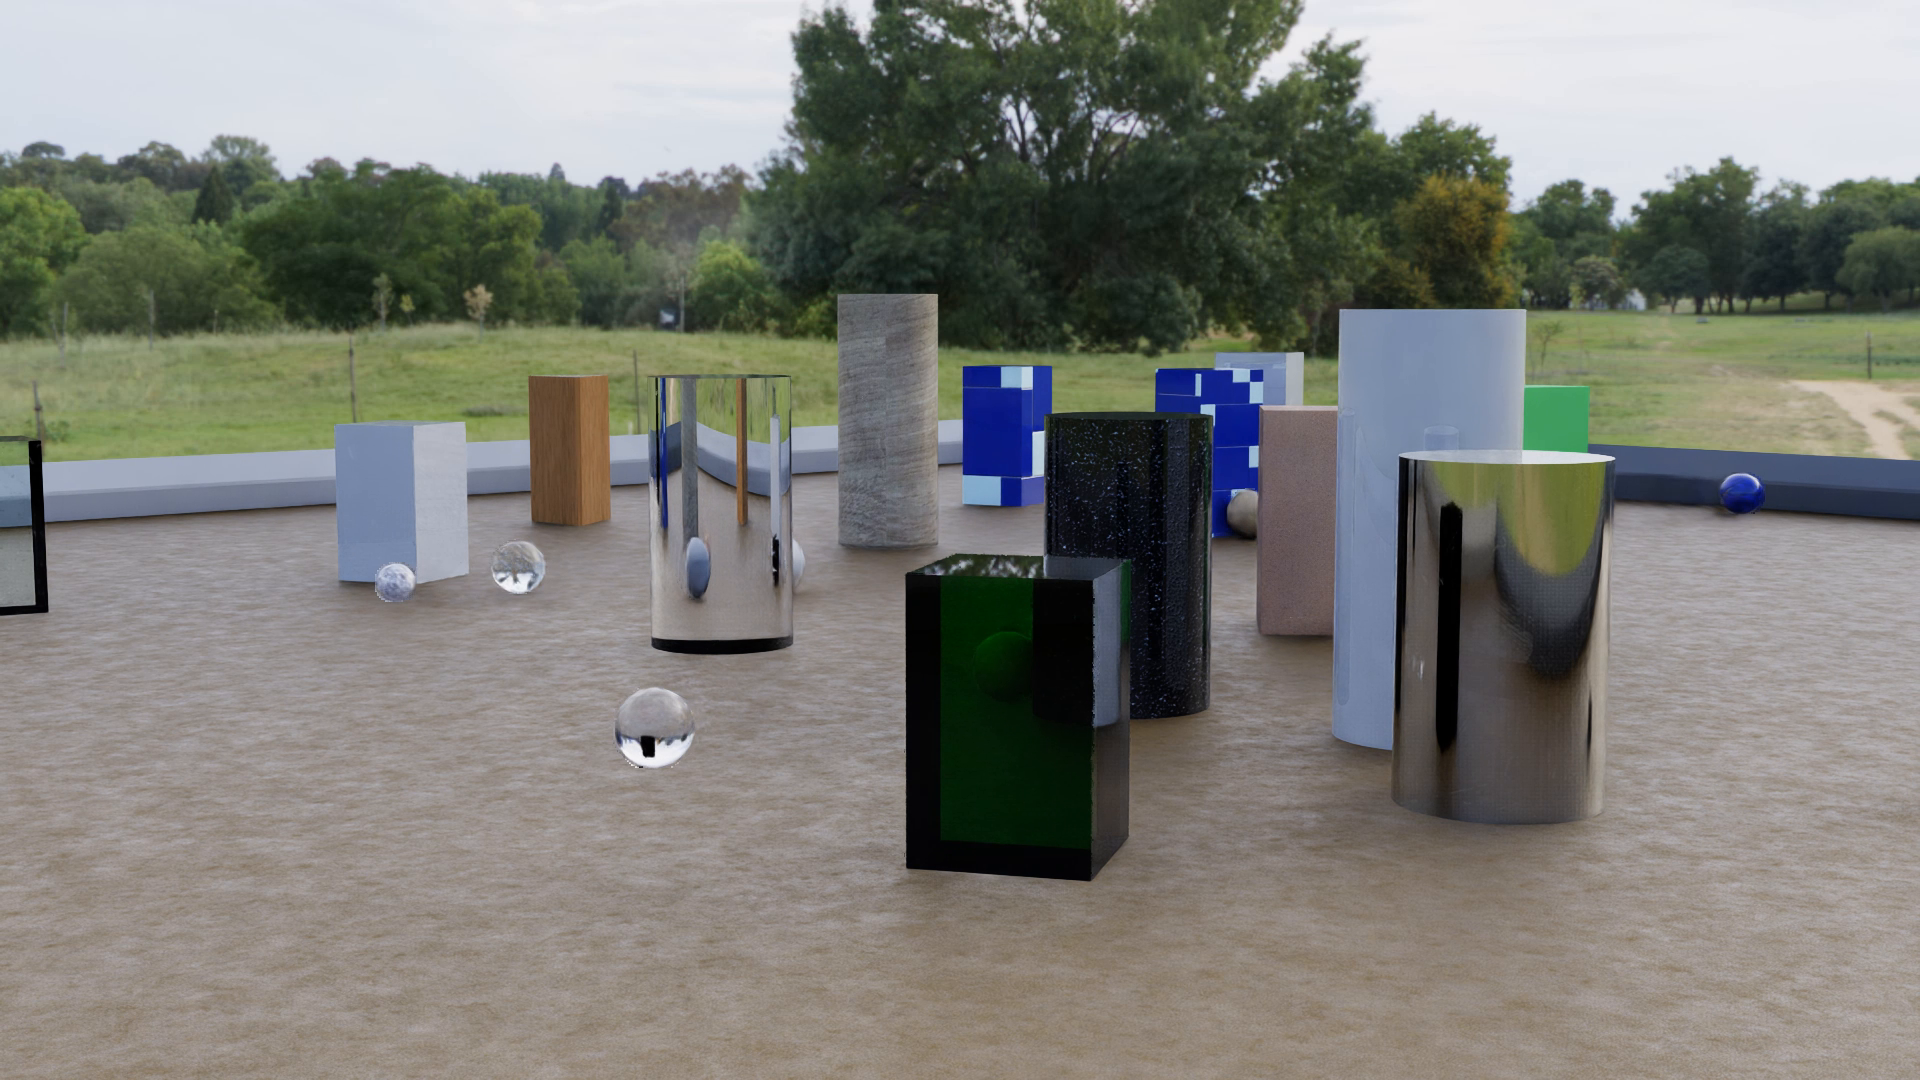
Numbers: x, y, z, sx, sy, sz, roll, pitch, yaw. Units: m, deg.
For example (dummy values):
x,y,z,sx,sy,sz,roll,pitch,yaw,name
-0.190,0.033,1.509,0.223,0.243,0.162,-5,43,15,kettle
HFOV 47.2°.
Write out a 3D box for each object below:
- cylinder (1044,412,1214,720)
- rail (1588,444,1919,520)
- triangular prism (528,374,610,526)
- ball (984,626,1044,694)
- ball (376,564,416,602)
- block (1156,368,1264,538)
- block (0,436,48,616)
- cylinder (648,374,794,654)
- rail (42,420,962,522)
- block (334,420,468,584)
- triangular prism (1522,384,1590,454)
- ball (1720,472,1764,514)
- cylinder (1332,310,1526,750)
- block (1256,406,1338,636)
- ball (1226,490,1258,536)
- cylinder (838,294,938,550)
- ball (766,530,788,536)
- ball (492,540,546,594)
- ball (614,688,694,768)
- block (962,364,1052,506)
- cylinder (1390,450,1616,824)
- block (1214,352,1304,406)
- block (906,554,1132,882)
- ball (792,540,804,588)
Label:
x,y,z,sx,sy,sz,roll,pitch,yaw,name
0.187,0.023,2.462,0.188,0.325,0.188,0,6,0,cylinder
1.722,-0.135,4.912,0.045,0.122,4.411,-6,8,-42,rail
-0.790,-0.191,4.591,0.163,0.303,0.141,5,8,42,triangular prism
0.067,0.138,2.537,0.080,0.080,0.080,0,6,0,ball
-0.856,0.064,3.339,0.058,0.058,0.058,0,6,0,ball
0.490,-0.175,4.339,0.150,0.324,0.150,-4,7,-30,block
-1.438,-0.021,3.228,0.150,0.252,0.150,-4,7,-33,block
-0.315,-0.038,2.902,0.188,0.354,0.188,0,6,0,cylinder
-1.480,-0.137,4.927,4.732,0.122,0.045,-6,8,-42,rail
-0.921,-0.066,3.632,0.150,0.255,0.150,2,6,20,block
0.676,-0.021,2.772,0.163,0.347,0.141,-3,7,-25,triangular prism
1.685,-0.100,4.743,0.090,0.090,0.090,0,6,0,ball
0.484,-0.016,2.275,0.188,0.442,0.188,0,6,0,cylinder
0.492,-0.030,3.054,0.150,0.306,0.150,1,6,5,block
0.560,-0.051,4.253,0.090,0.090,0.090,0,6,0,ball
-0.135,-0.225,4.124,0.188,0.469,0.188,0,6,0,cylinder
-0.325,0.010,3.864,0.056,0.056,0.056,0,6,0,ball
-0.689,0.042,3.433,0.082,0.082,0.082,0,6,0,ball
-0.296,0.182,2.133,0.078,0.078,0.078,0,6,0,ball
0.108,-0.241,5.016,0.150,0.312,0.150,3,7,29,block
0.486,0.081,1.975,0.188,0.312,0.188,0,6,0,cylinder
0.627,-0.218,4.616,0.150,0.350,0.150,2,7,22,block
0.050,0.139,1.791,0.150,0.236,0.150,2,6,16,block
-0.289,0.037,3.430,0.094,0.094,0.094,0,6,0,ball
